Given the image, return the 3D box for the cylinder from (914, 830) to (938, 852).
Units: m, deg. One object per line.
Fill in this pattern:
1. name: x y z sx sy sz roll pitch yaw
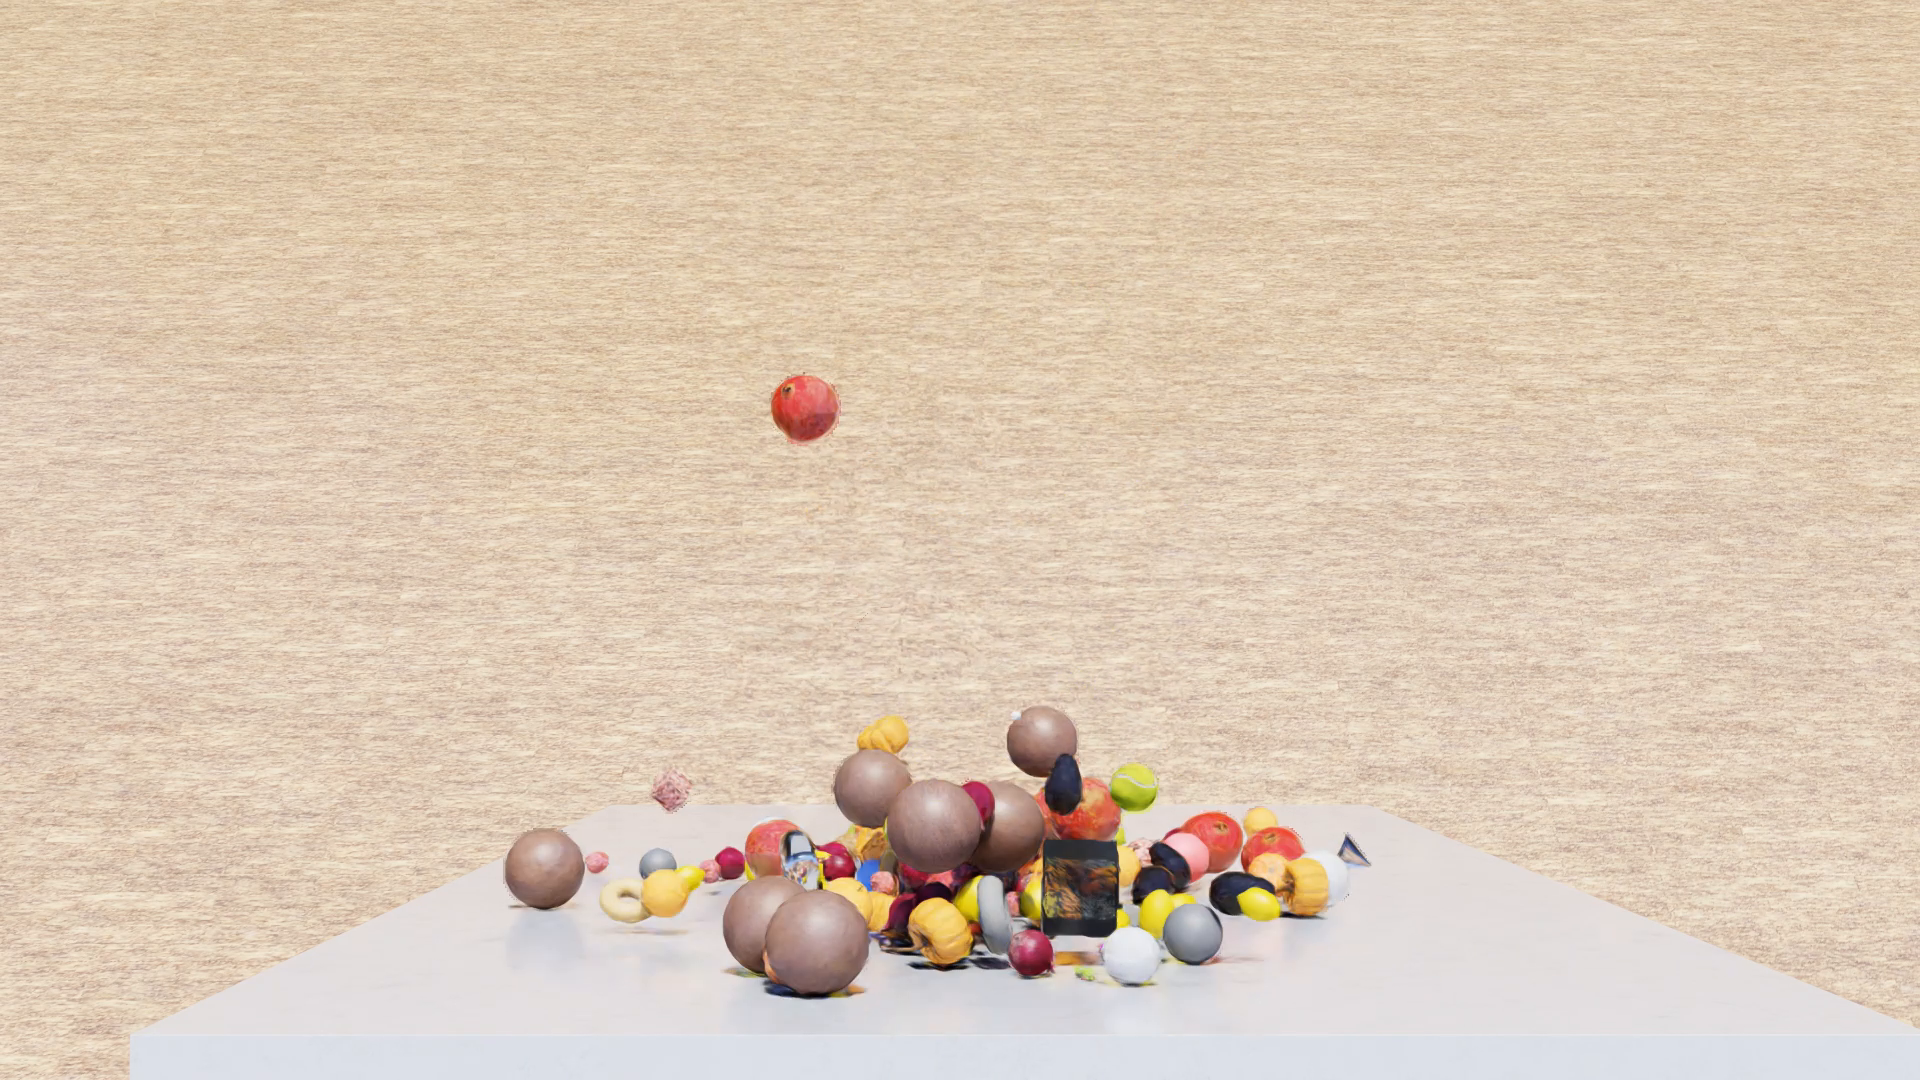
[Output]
1. cylinder: -0.072 0.546 4.602 0.051 0.051 0.051 -23 42 -32

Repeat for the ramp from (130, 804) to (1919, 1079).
1. ramp: 0.079 0.675 4.879 2.000 0.100 4.000 0 -2 0

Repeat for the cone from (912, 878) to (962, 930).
1. cone: -0.053 0.570 3.952 0.084 0.084 0.084 15 54 -21

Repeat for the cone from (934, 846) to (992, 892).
1. cone: 0.010 0.529 4.138 0.089 0.089 0.089 -5 34 16

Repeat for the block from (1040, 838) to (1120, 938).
1. block: 0.161 0.469 3.508 0.099 0.099 0.099 2 15 0

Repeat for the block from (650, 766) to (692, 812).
1. block: -0.532 0.459 4.790 0.050 0.050 0.050 -36 18 22

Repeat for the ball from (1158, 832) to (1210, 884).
1. ball: 0.390 0.556 4.536 0.090 0.090 0.090 0 36 0

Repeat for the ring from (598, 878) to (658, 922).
1. ring: -0.496 0.539 3.893 0.089 0.030 0.089 7 30 -4

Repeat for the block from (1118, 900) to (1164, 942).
1. block: 0.264 0.555 3.782 0.056 0.056 0.056 -1 -2 18

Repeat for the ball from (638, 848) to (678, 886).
1. ball: -0.536 0.581 4.613 0.068 0.068 0.068 0 36 0

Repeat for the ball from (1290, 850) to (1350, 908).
1. ball: 0.587 0.553 4.238 0.095 0.095 0.095 0 36 0

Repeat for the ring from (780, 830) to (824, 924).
1. ring: -0.233 0.497 3.832 0.048 0.144 0.144 -11 37 -9

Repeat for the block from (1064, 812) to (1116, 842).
1. block: 0.251 0.576 4.999 0.087 0.087 0.087 -6 4 -3

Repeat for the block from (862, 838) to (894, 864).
1. block: -0.152 0.602 4.994 0.054 0.054 0.054 -2 -3 35

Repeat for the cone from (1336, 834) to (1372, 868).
1. cone: 0.759 0.612 4.991 0.073 0.073 0.073 27 41 6

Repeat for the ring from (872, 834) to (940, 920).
1. ring: -0.084 0.526 4.049 0.045 0.134 0.134 7 24 -44

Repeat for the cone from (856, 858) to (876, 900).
1. cone: -0.128 0.582 4.399 0.071 0.071 0.071 -11 66 26

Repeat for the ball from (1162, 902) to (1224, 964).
1. ball: 0.315 0.532 3.517 0.082 0.082 0.082 0 36 0

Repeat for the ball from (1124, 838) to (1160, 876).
1. ball: 0.339 0.587 4.809 0.070 0.070 0.070 0 36 0

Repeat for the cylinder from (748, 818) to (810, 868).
1. cylinder: -0.313 0.529 4.528 0.078 0.078 0.078 -11 68 28

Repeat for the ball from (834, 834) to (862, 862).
1. ball: -0.222 0.605 5.115 0.056 0.056 0.056 0 36 0

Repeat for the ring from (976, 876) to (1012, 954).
1. ring: 0.047 0.500 3.468 0.035 0.106 0.106 -10 36 4

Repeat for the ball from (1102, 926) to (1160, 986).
1. ball: 0.217 0.527 3.293 0.075 0.075 0.075 0 36 0
